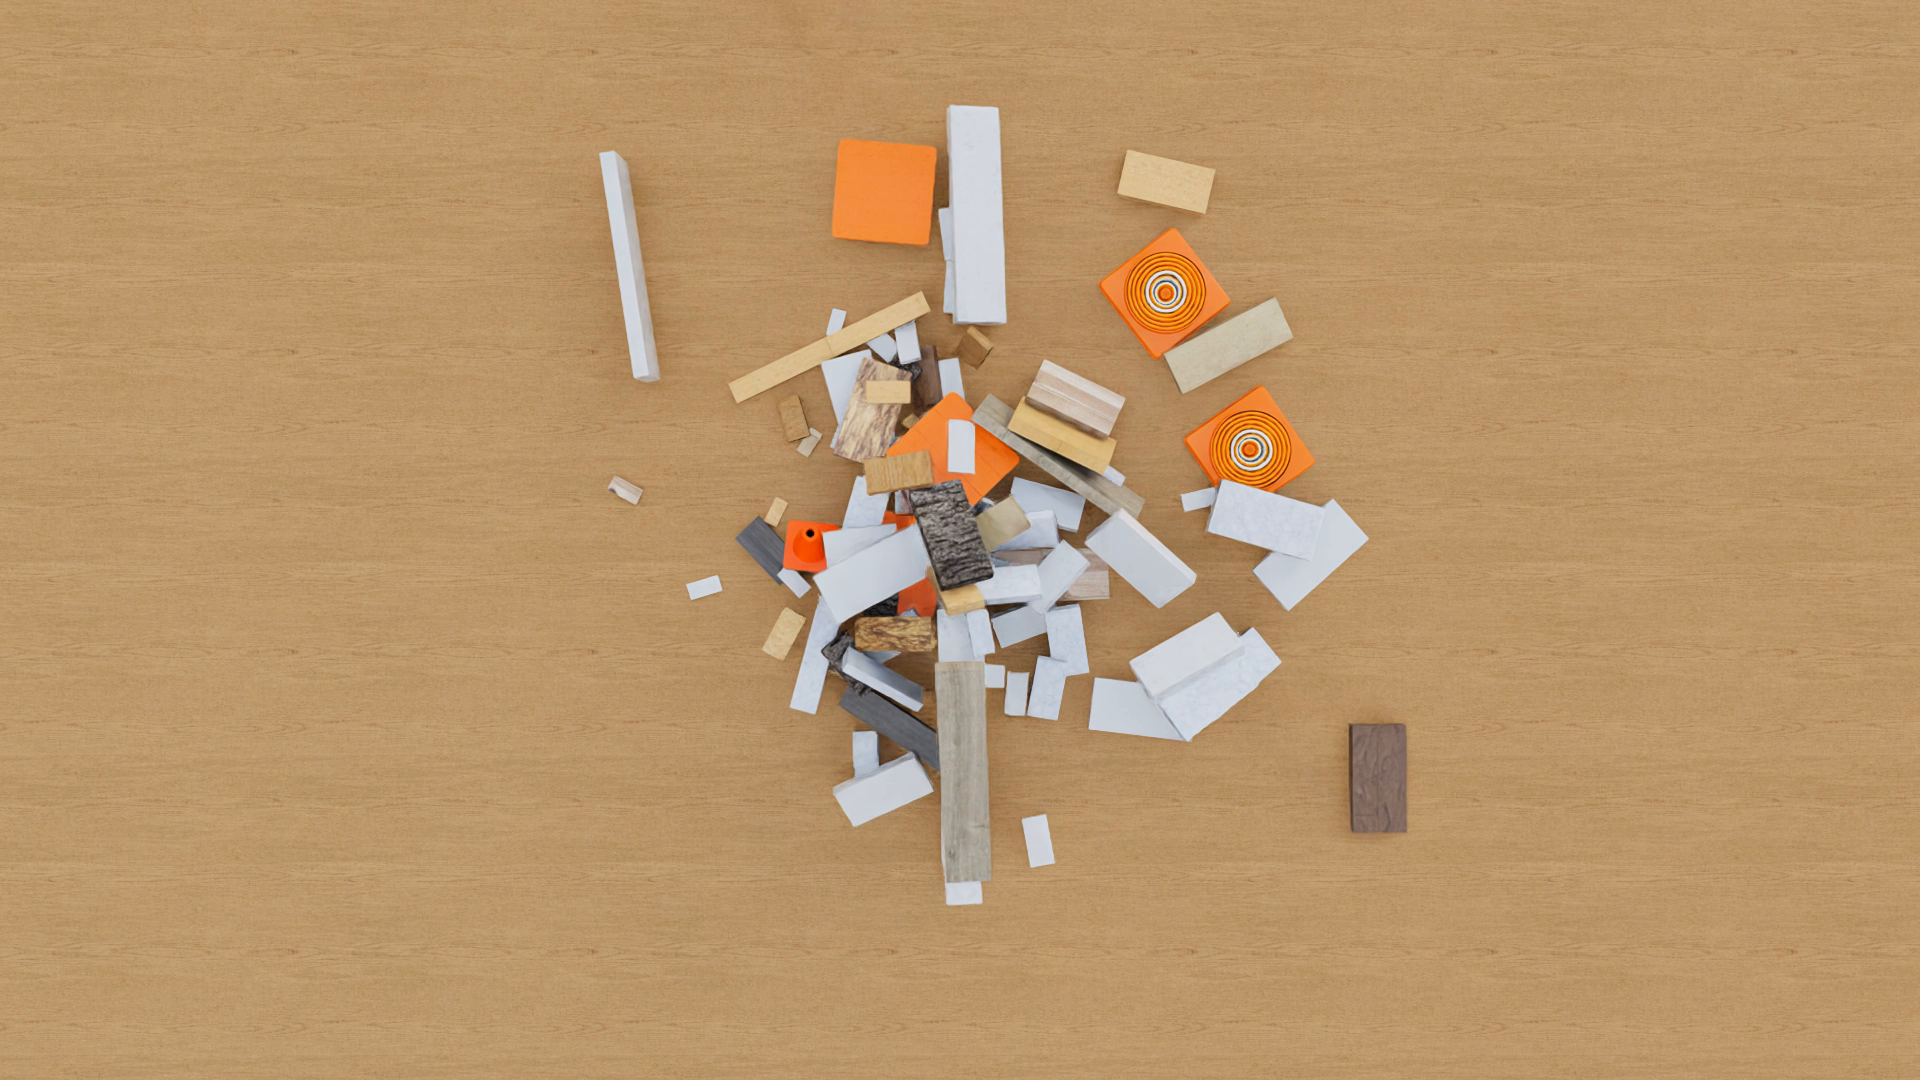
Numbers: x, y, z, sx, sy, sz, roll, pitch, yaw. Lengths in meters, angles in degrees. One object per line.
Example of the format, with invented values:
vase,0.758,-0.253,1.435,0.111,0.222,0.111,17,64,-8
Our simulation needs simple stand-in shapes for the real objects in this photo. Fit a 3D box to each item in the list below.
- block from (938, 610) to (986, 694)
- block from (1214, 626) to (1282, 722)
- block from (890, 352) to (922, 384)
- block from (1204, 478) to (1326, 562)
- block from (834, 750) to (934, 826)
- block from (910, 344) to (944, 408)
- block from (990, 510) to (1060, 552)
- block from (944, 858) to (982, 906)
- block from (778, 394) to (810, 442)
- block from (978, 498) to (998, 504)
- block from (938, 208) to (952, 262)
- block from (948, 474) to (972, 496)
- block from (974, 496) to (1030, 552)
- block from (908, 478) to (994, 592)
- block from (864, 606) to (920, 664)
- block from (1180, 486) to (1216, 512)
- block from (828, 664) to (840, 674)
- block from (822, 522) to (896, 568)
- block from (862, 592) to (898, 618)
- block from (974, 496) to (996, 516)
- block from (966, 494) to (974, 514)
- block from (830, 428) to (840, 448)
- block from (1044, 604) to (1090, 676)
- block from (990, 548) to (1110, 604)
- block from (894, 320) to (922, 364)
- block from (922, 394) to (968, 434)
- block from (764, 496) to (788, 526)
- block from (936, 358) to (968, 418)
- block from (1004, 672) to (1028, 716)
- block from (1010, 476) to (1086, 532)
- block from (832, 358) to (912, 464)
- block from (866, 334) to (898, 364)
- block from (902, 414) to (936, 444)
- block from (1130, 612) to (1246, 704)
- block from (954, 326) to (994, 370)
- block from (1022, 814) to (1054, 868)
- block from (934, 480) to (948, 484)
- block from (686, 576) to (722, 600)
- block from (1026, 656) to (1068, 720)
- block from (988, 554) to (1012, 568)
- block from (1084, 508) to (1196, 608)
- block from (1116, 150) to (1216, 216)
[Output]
block,0.004,0.361,5.192,0.143,0.040,0.285,-2,90,0
block,0.898,0.443,5.451,0.305,0.043,0.153,-39,90,-10
block,-0.179,-0.574,5.470,0.108,0.015,0.054,42,109,16
block,1.002,-0.066,5.415,0.356,0.050,0.178,16,90,-3
block,-0.251,0.820,5.433,0.295,0.042,0.148,-25,115,7
block,-0.116,-0.543,5.466,0.097,0.028,0.194,-8,90,26
block,0.193,-0.026,5.414,0.246,0.035,0.123,-5,128,12
block,0.010,1.082,5.450,0.118,0.034,0.237,-2,92,0
block,-0.551,-0.405,5.483,0.072,0.020,0.144,-17,86,3
block,0.176,-0.056,5.483,0.246,0.035,0.123,10,90,0
block,-0.018,-1.014,5.463,0.085,0.024,0.171,-7,89,-1
block,0.000,-0.227,5.466,0.081,0.023,0.161,-1,88,0
block,0.097,-0.034,5.367,0.241,0.034,0.121,-31,94,15
block,-0.030,-0.018,5.258,0.171,0.049,0.343,-14,68,-14
block,-0.218,0.319,5.428,0.220,0.031,0.110,-29,105,13
block,0.798,-0.136,5.492,0.117,0.017,0.059,-13,90,0
block,-0.415,0.395,5.465,0.175,0.025,0.087,15,72,6
block,-0.321,0.020,5.381,0.240,0.034,0.120,-8,96,-4
block,-0.264,0.248,5.439,0.108,0.031,0.217,7,110,1
block,0.080,-0.093,5.417,0.056,0.112,0.016,26,49,-3
block,0.004,-0.133,5.488,0.081,0.023,0.161,-4,89,0
block,-0.375,-0.362,5.489,0.070,0.020,0.140,21,90,-2
block,0.352,0.334,5.447,0.117,0.033,0.235,-10,108,0
block,0.296,0.118,5.476,0.390,0.048,0.170,-3,90,0
block,-0.173,-0.653,5.458,0.070,0.020,0.140,-14,67,9
block,-0.051,-0.417,5.463,0.146,0.015,0.054,-38,93,4
block,-0.611,-0.094,5.494,0.045,0.013,0.091,26,90,0
block,-0.039,-0.501,5.486,0.097,0.028,0.194,-9,90,0
block,0.188,0.513,5.490,0.069,0.020,0.139,5,90,0
block,0.283,-0.116,5.452,0.246,0.035,0.123,15,74,1
block,-0.288,-0.414,5.412,0.167,0.047,0.334,18,86,-6
block,-0.267,-0.661,5.490,0.140,0.020,0.070,42,90,0
block,-0.135,-0.370,5.474,0.108,0.054,0.015,41,135,1
block,0.744,0.385,5.393,0.340,0.170,0.048,-29,135,-3
block,0.046,-0.629,5.403,0.097,0.194,0.028,42,73,0
block,0.260,1.000,5.488,0.081,0.023,0.163,-10,90,0
block,-0.051,-0.113,5.429,0.081,0.023,0.161,0,82,-3
block,-0.850,0.158,5.492,0.108,0.015,0.054,-17,90,0
block,0.290,0.490,5.458,0.102,0.029,0.204,10,106,0
block,0.063,0.093,5.449,0.202,0.029,0.101,19,97,18
block,0.591,0.062,5.397,0.340,0.048,0.170,41,128,-11
block,0.683,-1.186,5.479,0.299,0.042,0.149,13,90,0
